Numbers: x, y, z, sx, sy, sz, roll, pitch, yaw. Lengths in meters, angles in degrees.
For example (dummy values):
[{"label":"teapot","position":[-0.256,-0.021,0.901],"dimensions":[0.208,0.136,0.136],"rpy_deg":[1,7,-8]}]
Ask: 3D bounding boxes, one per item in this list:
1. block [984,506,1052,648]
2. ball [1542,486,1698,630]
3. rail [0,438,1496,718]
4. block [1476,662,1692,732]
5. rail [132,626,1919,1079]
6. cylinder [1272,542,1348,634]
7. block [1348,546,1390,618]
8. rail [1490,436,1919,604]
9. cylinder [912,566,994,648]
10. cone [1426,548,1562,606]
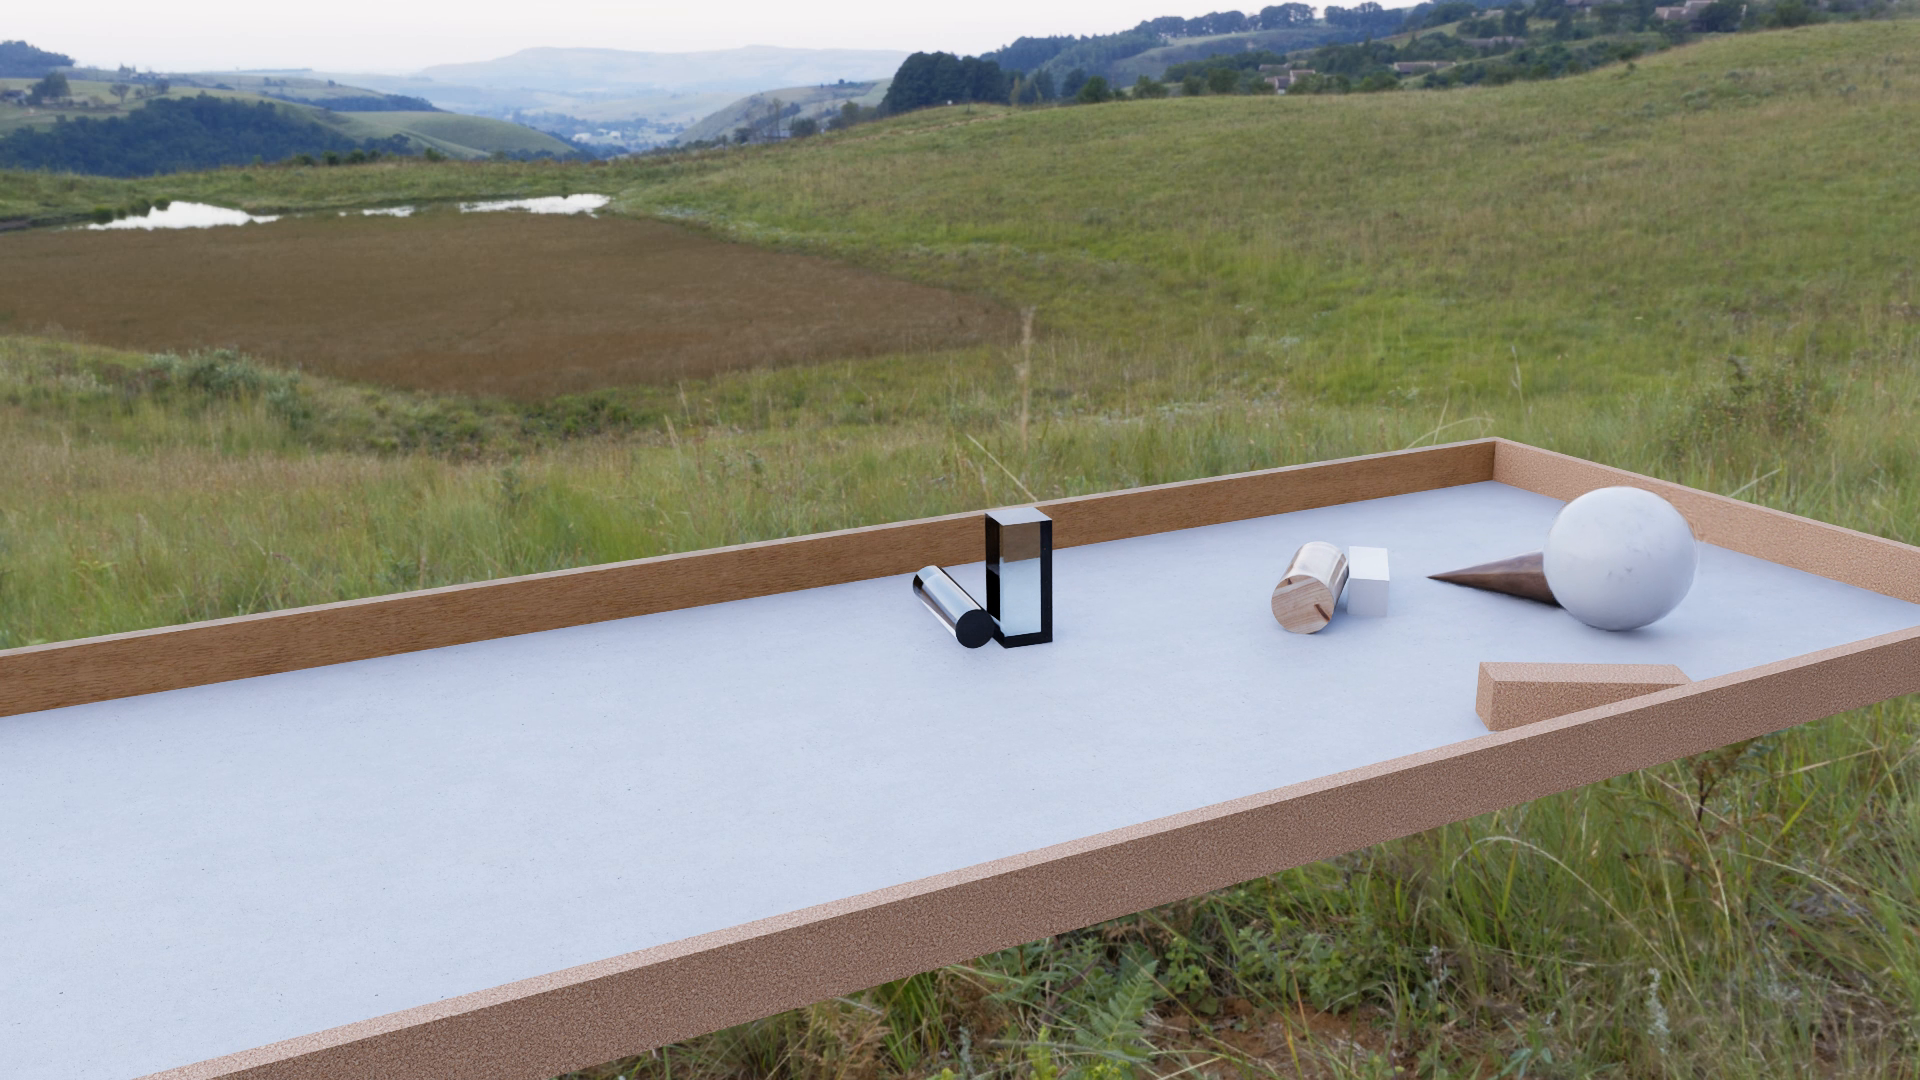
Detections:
[{"label":"block","position":[0.157,0.099,4.407],"dimensions":[0.138,0.341,0.138],"rpy_deg":[-7,18,-18]},{"label":"ball","position":[1.795,0.049,4.492],"dimensions":[0.393,0.393,0.393],"rpy_deg":[0,16,0]},{"label":"rail","position":[-3.305,0.497,3.399],"dimensions":[12.000,0.150,0.050],"rpy_deg":[-9,18,-27]},{"label":"block","position":[1.463,0.370,3.873],"dimensions":[0.457,0.125,0.125],"rpy_deg":[1,16,2]},{"label":"rail","position":[-2.336,1.006,1.665],"dimensions":[12.000,0.150,0.050],"rpy_deg":[-9,18,-27]},{"label":"cylinder","position":[0.983,0.130,4.616],"dimensions":[0.167,0.167,0.340],"rpy_deg":[6,17,19]},{"label":"block","position":[1.177,0.117,4.764],"dimensions":[0.108,0.108,0.319],"rpy_deg":[4,17,12]},{"label":"rail","position":[2.466,-0.048,5.253],"dimensions":[0.050,0.150,2.100],"rpy_deg":[-9,18,-27]},{"label":"cylinder","position":[-0.022,0.180,4.546],"dimensions":[0.110,0.110,0.404],"rpy_deg":[-5,17,-17]},{"label":"cone","position":[1.558,0.106,4.839],"dimensions":[0.415,0.177,0.177],"rpy_deg":[-2,11,40]}]
